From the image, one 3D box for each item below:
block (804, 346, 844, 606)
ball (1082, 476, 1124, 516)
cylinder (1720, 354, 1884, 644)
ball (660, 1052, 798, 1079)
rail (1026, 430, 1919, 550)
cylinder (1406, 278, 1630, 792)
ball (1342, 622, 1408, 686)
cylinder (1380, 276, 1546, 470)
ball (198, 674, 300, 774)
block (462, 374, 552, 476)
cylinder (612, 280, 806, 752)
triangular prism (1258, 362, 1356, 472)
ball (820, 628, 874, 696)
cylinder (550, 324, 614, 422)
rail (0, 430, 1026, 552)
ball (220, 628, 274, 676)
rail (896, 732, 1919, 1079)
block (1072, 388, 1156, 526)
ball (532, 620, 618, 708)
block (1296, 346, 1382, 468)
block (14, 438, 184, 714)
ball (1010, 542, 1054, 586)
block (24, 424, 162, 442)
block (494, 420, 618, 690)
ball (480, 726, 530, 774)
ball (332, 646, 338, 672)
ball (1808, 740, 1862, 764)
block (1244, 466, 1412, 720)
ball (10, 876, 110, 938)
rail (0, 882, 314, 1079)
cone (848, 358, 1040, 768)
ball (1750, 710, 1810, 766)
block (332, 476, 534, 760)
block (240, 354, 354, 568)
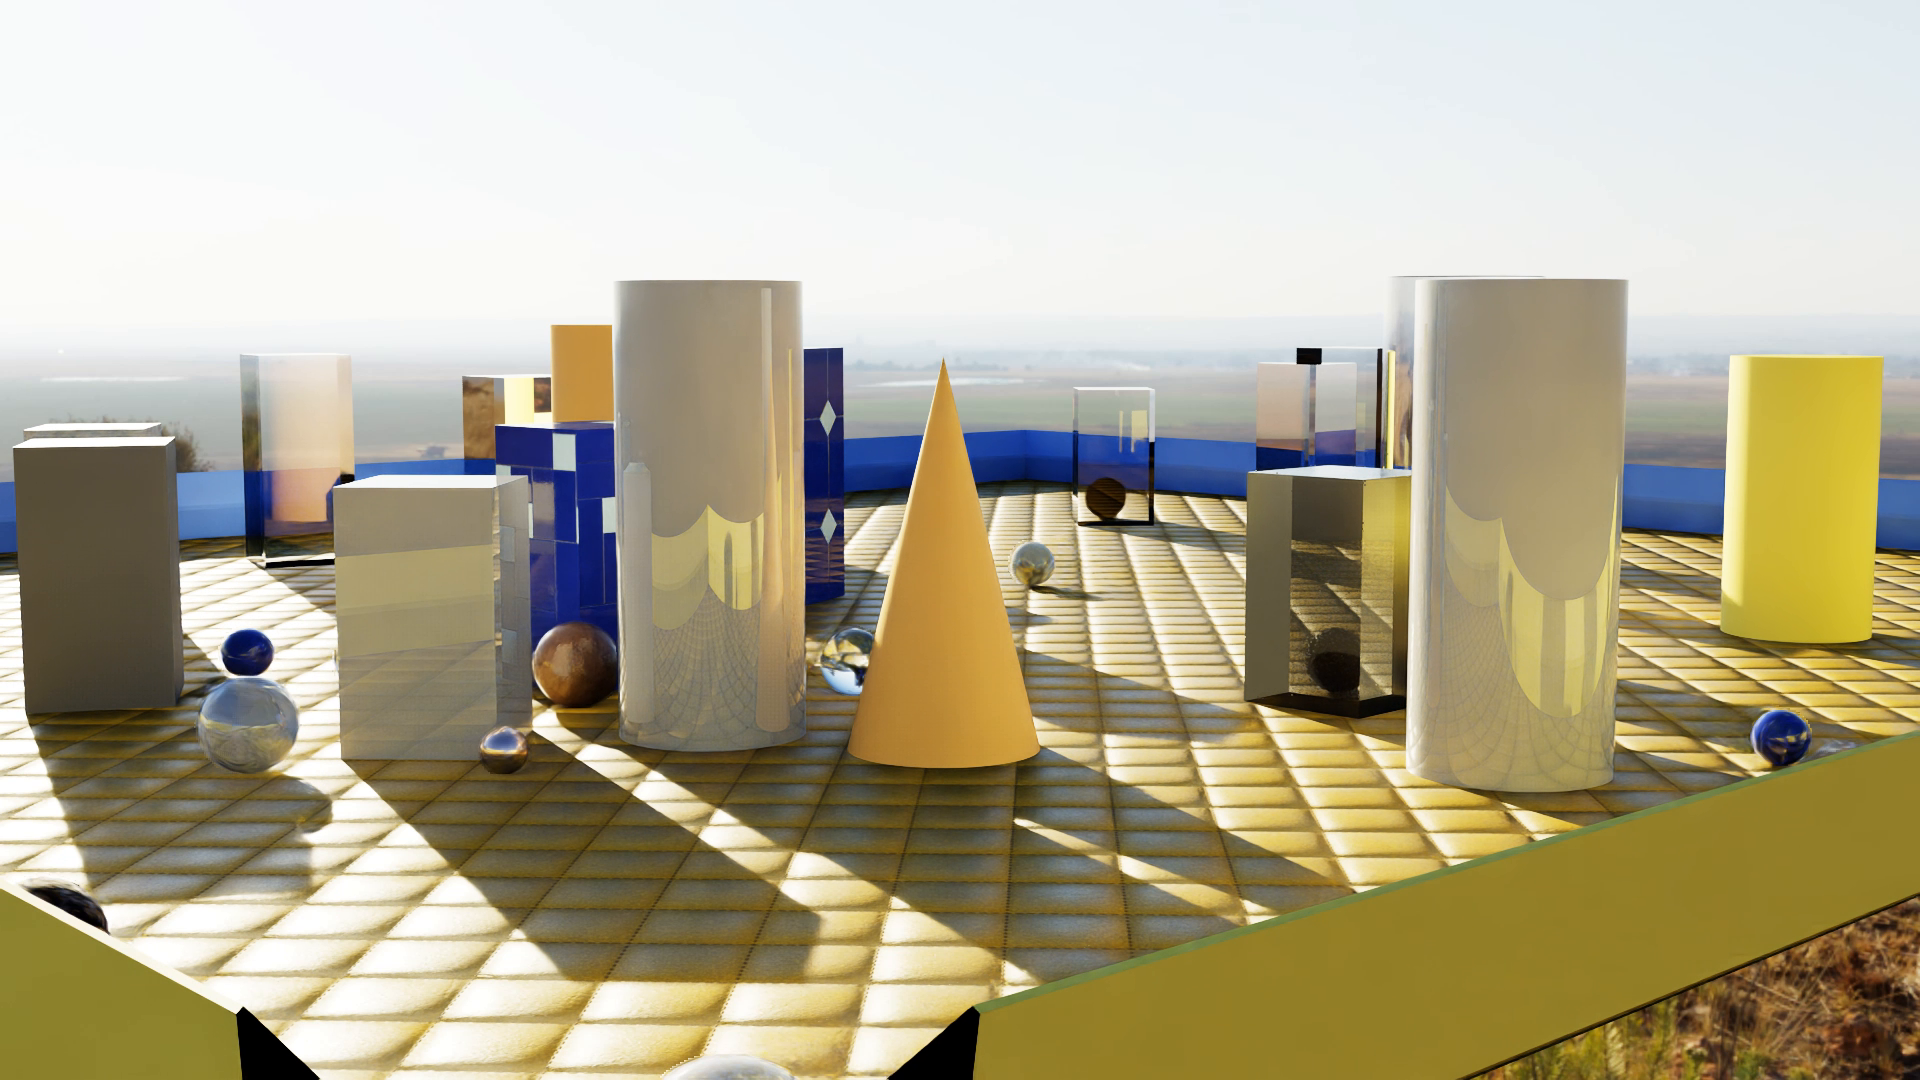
[{"bbox_3d":[-0.284,-0.102,3.384,0.157,0.387,0.157,3,6,23],"label":"block"},{"bbox_3d":[0.310,-0.096,4.775,0.088,0.088,0.088,0,6,0],"label":"ball"},{"bbox_3d":[1.158,-0.062,3.029,0.197,0.382,0.197,0,6,0],"label":"cylinder"},{"bbox_3d":[-0.108,0.290,1.027,0.098,0.098,0.098,0,6,0],"label":"ball"},{"bbox_3d":[1.326,-0.094,4.549,0.045,0.128,3.449,-5,8,-42],"label":"rail"},{"bbox_3d":[0.533,-0.012,2.111,0.197,0.473,0.197,0,6,0],"label":"cylinder"},{"bbox_3d":[0.493,0.135,2.617,0.076,0.076,0.076,0,6,0],"label":"ball"},{"bbox_3d":[0.628,-0.086,2.763,0.197,0.486,0.197,0,6,0],"label":"cylinder"},{"bbox_3d":[-0.685,0.178,2.120,0.095,0.095,0.095,0,6,0],"label":"ball"},{"bbox_3d":[-0.781,-0.130,3.947,0.157,0.327,0.157,-5,8,-40],"label":"block"},{"bbox_3d":[-0.261,-0.032,2.299,0.197,0.474,0.197,0,6,0],"label":"cylinder"},{"bbox_3d":[0.587,-0.133,3.858,0.148,0.352,0.170,4,7,35],"label":"triangular prism"},{"bbox_3d":[-0.123,0.141,2.548,0.078,0.078,0.078,0,6,0],"label":"ball"},{"bbox_3d":[-0.480,-0.094,3.132,0.197,0.424,0.197,0,6,0],"label":"cylinder"},{"bbox_3d":[-1.153,-0.097,4.575,3.655,0.128,0.045,-5,8,-42],"label":"rail"},{"bbox_3d":[-0.863,0.137,2.664,0.062,0.062,0.062,0,6,0],"label":"ball"},{"bbox_3d":[1.153,0.163,2.089,3.655,0.128,0.045,-5,8,-42],"label":"rail"},{"bbox_3d":[0.321,-0.177,4.618,0.157,0.281,0.157,0,6,-1],"label":"block"},{"bbox_3d":[-0.430,0.139,2.470,0.098,0.098,0.098,0,6,0],"label":"ball"},{"bbox_3d":[0.777,-0.197,4.381,0.157,0.371,0.157,5,8,40],"label":"block"},{"bbox_3d":[-0.981,0.035,2.516,0.157,0.295,0.157,-2,6,-16],"label":"block"},{"bbox_3d":[0.118,0.038,3.563,0.072,0.072,0.072,0,6,0],"label":"ball"},{"bbox_3d":[-1.223,-0.021,3.122,0.157,0.281,0.157,-1,6,-12],"label":"block"},{"bbox_3d":[-0.444,0.016,2.644,0.157,0.308,0.157,5,8,42],"label":"block"},{"bbox_3d":[-0.438,0.202,2.117,0.046,0.046,0.046,0,6,0],"label":"ball"},{"bbox_3d":[-0.720,0.142,2.630,0.059,0.059,0.059,0,6,0],"label":"ball"},{"bbox_3d":[0.797,0.210,1.987,0.058,0.058,0.058,0,6,0],"label":"ball"},{"bbox_3d":[0.436,0.054,2.500,0.157,0.262,0.157,6,8,45],"label":"block"},{"bbox_3d":[-0.590,0.258,1.410,0.083,0.083,0.083,0,6,0],"label":"ball"},{"bbox_3d":[-1.326,0.160,2.115,0.045,0.128,3.449,-5,8,-42],"label":"rail"},{"bbox_3d":[-0.017,0.014,2.223,0.197,0.399,0.197,0,6,0],"label":"cone"},{"bbox_3d":[0.804,0.194,2.155,0.055,0.055,0.055,0,6,0],"label":"ball"},{"bbox_3d":[-0.535,0.075,2.250,0.157,0.271,0.157,0,6,2],"label":"block"},{"bbox_3d":[-1.171,-0.144,3.890,0.157,0.367,0.157,-3,7,-29],"label":"block"}]
